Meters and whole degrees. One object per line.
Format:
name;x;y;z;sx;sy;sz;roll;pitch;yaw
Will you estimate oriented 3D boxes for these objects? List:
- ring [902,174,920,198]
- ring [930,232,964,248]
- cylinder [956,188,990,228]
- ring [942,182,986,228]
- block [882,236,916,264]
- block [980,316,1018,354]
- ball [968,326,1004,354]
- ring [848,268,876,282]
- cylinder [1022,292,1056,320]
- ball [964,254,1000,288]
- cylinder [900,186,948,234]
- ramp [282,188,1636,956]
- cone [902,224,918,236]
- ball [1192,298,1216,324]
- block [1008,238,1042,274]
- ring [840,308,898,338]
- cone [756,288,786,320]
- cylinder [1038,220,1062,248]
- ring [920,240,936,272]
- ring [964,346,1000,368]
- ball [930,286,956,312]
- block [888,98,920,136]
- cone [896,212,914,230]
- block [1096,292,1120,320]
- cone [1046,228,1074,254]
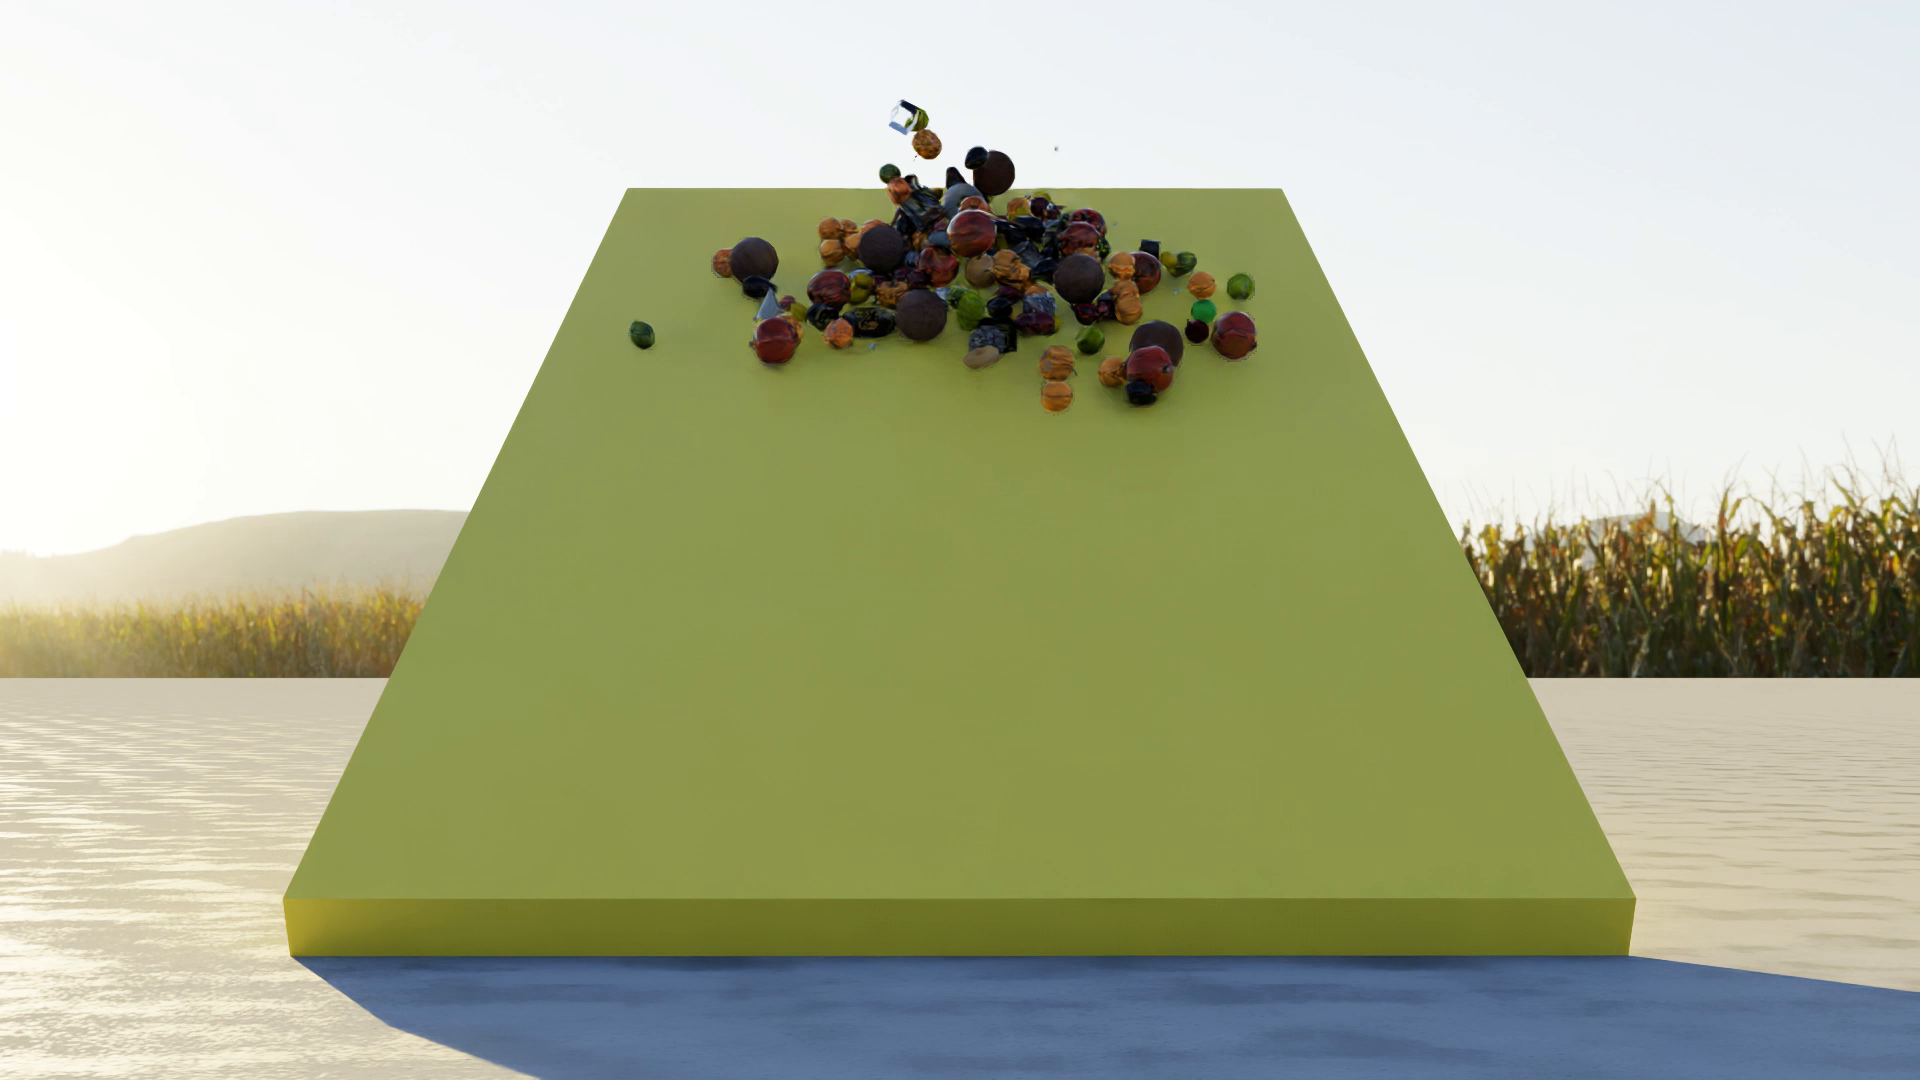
ring;-0.141;-1.018;6.718;0.029;0.086;0.086;-3;-4;28
ring;-0.036;-0.792;6.123;0.092;0.031;0.092;11;12;-2
cylinder;0.024;-0.959;6.691;0.094;0.094;0.094;-18;3;-18
ring;0.012;-0.947;6.576;0.130;0.130;0.043;1;-3;-22
block;-0.165;-0.795;6.354;0.058;0.058;0.058;-1;26;37
block;0.094;-0.503;5.696;0.071;0.071;0.071;-9;25;-21
ball;0.064;-0.474;5.609;0.088;0.088;0.088;0;-3;0
ring;-0.261;-0.709;6.222;0.077;0.026;0.077;3;21;-1
cylinder;0.198;-0.587;5.824;0.061;0.061;0.061;-5;-6;38
ball;0.058;-0.712;6.150;0.091;0.091;0.091;0;-3;0
cylinder;-0.099;-0.908;6.380;0.092;0.092;0.092;-38;-4;-3
ramp;-0.008;-0.227;5.280;2.000;0.100;4.000;0;24;0
cone;-0.145;-0.857;6.530;0.051;0.051;0.051;10;30;-6
ball;0.618;-0.579;5.881;0.064;0.064;0.064;0;-3;0
block;0.175;-0.765;6.261;0.058;0.058;0.058;-15;-57;45
ring;-0.230;-0.545;5.820;0.145;0.048;0.145;1;23;-1
cone;-0.484;-0.610;5.934;0.075;0.075;0.075;0;24;0
cylinder;0.255;-0.854;6.469;0.062;0.062;0.062;-10;24;4
ring;-0.087;-0.768;6.278;0.029;0.088;0.088;-11;0;-14
ring;0.051;-0.431;5.478;0.089;0.030;0.089;-15;22;6
ball;-0.044;-0.618;5.963;0.066;0.066;0.066;0;-3;0
block;-0.158;-1.184;6.500;0.061;0.061;0.061;25;-44;-20
cone;-0.137;-0.923;6.552;0.077;0.077;0.077;4;35;-3
block;0.380;-0.598;5.937;0.051;0.051;0.051;7;27;14
cone;0.260;-0.812;6.385;0.072;0.072;0.072;3;-12;-41
